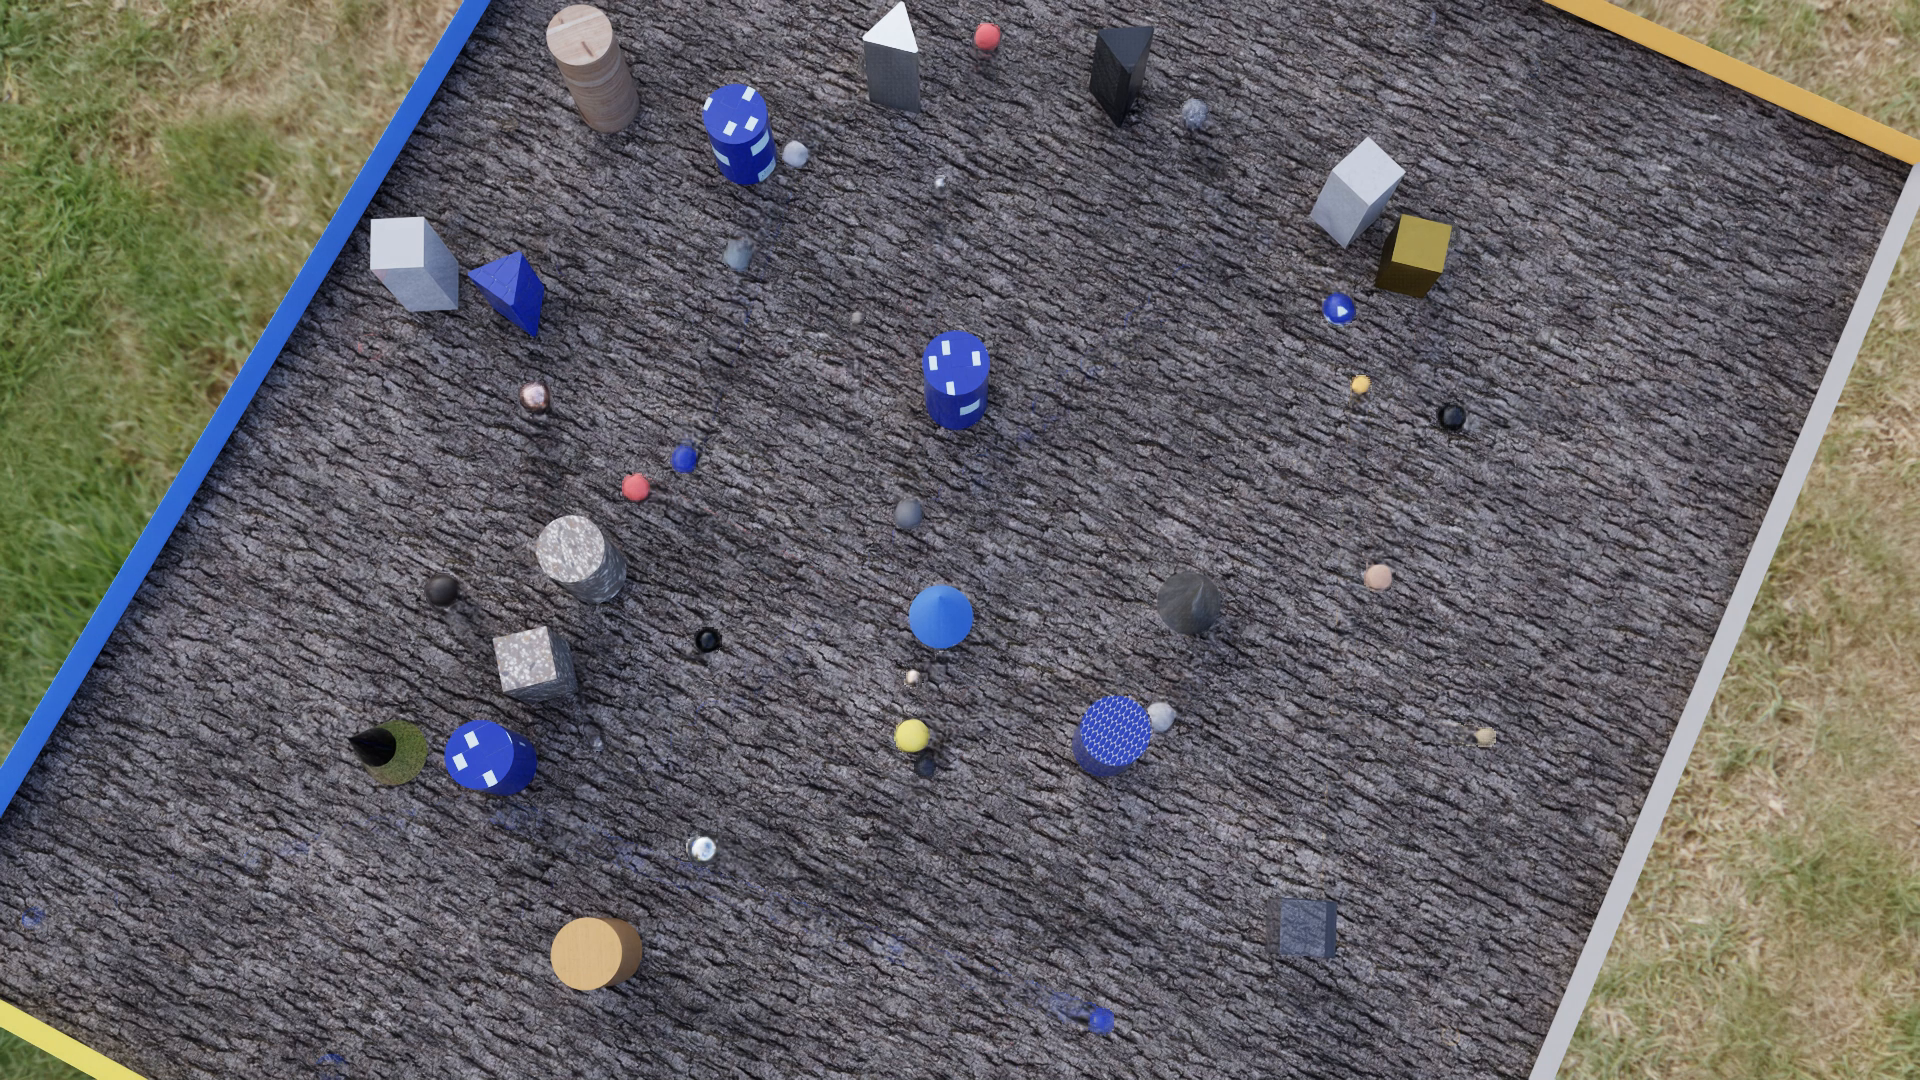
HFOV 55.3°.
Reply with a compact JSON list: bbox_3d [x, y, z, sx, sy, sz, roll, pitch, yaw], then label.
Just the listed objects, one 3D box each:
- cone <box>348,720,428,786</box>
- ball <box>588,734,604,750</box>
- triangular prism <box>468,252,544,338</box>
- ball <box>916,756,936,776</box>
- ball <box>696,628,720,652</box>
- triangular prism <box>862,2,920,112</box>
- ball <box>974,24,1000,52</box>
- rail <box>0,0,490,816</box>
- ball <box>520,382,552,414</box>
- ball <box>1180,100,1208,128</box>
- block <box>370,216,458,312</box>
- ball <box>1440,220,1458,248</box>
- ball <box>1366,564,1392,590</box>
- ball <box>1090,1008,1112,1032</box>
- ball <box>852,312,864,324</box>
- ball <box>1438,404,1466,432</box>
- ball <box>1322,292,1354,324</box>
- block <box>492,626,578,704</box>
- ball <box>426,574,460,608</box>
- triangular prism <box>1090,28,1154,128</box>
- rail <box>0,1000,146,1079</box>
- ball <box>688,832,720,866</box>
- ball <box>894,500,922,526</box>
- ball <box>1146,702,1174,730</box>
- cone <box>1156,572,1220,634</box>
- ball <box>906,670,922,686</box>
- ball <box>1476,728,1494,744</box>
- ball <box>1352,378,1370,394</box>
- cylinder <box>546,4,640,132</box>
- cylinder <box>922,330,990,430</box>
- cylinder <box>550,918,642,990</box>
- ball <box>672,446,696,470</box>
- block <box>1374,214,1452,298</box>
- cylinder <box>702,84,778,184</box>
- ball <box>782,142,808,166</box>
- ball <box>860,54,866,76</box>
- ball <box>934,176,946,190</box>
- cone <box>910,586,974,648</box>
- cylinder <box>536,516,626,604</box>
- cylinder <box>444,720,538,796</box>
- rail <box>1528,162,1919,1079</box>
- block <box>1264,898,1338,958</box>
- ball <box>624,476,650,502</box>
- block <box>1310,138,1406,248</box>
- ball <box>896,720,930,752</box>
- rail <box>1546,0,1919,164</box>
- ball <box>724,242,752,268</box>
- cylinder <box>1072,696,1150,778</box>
[{"bbox_3d":[-1.692,0.592,5.272,0.195,0.434,0.195,0,78,0],"label":"cone"},{"bbox_3d":[-1.084,0.603,5.468,0.046,0.046,0.046,0,78,0],"label":"ball"},{"bbox_3d":[-1.358,-0.774,5.620,0.169,0.306,0.147,35,80,7],"label":"triangular prism"},{"bbox_3d":[-0.101,0.673,5.447,0.059,0.059,0.059,0,78,0],"label":"ball"},{"bbox_3d":[-0.760,0.304,5.517,0.072,0.072,0.072,0,78,0],"label":"ball"},{"bbox_3d":[-0.192,-1.508,5.711,0.169,0.426,0.147,14,79,3],"label":"triangular prism"},{"bbox_3d":[0.089,-1.619,5.909,0.083,0.083,0.083,0,78,0],"label":"ball"},{"bbox_3d":[-1.946,-0.946,5.746,0.045,0.127,4.970,26,80,5],"label":"rail"},{"bbox_3d":[-1.311,-0.439,5.658,0.096,0.096,0.096,0,78,0],"label":"ball"},{"bbox_3d":[0.748,-1.360,5.855,0.085,0.085,0.085,0,78,0],"label":"ball"},{"bbox_3d":[-1.661,-0.838,5.595,0.156,0.382,0.156,-3,78,-1],"label":"block"},{"bbox_3d":[1.520,-0.958,5.768,0.092,0.092,0.092,0,78,0],"label":"ball"},{"bbox_3d":[1.270,0.112,5.553,0.079,0.079,0.079,0,78,0],"label":"ball"},{"bbox_3d":[0.407,1.388,5.296,0.065,0.065,0.065,0,78,0],"label":"ball"},{"bbox_3d":[-0.319,-0.696,5.739,0.042,0.042,0.042,0,78,0],"label":"ball"},{"bbox_3d":[1.516,-0.377,5.651,0.085,0.085,0.085,0,78,0],"label":"ball"},{"bbox_3d":[1.180,-0.722,5.716,0.098,0.098,0.098,0,78,0],"label":"ball"},{"bbox_3d":[-1.242,0.370,5.382,0.156,0.309,0.156,-14,79,-3],"label":"block"},{"bbox_3d":[-1.562,0.154,5.535,0.097,0.097,0.097,0,78,0],"label":"ball"},{"bbox_3d":[0.525,-1.472,5.724,0.147,0.386,0.169,-33,80,-6],"label":"triangular prism"},{"bbox_3d":[-1.101,2.162,5.103,4.398,0.127,0.045,26,80,5],"label":"rail"},{"bbox_3d":[-0.751,0.906,5.379,0.097,0.097,0.097,0,78,0],"label":"ball"},{"bbox_3d":[-0.158,-0.081,5.591,0.083,0.083,0.083,0,78,0],"label":"ball"},{"bbox_3d":[0.597,0.526,5.464,0.086,0.086,0.086,0,78,0],"label":"ball"},{"bbox_3d":[0.697,0.156,5.405,0.195,0.351,0.195,0,78,0],"label":"cone"},{"bbox_3d":[-0.139,0.414,5.506,0.048,0.048,0.048,0,78,0],"label":"ball"},{"bbox_3d":[1.567,0.586,5.470,0.050,0.050,0.050,0,78,0],"label":"ball"},{"bbox_3d":[1.244,-0.480,5.689,0.052,0.052,0.052,0,78,0],"label":"ball"},{"bbox_3d":[-1.130,-1.452,5.674,0.195,0.477,0.195,0,78,0],"label":"cylinder"},{"bbox_3d":[-0.012,-0.476,5.517,0.195,0.387,0.195,0,78,0],"label":"cylinder"},{"bbox_3d":[-1.027,1.171,5.203,0.195,0.336,0.195,0,78,0],"label":"cylinder"},{"bbox_3d":[-0.847,-0.252,5.629,0.078,0.078,0.078,0,78,0],"label":"ball"},{"bbox_3d":[1.402,-0.877,5.678,0.156,0.236,0.156,14,79,3],"label":"block"},{"bbox_3d":[-0.683,-1.261,5.716,0.195,0.316,0.195,0,78,0],"label":"cylinder"},{"bbox_3d":[-0.524,-1.228,5.830,0.079,0.079,0.079,0,78,0],"label":"ball"},{"bbox_3d":[-0.279,-1.527,5.886,0.091,0.091,0.091,0,78,0],"label":"ball"},{"bbox_3d":[-0.062,-1.134,5.830,0.042,0.042,0.042,0,78,0],"label":"ball"},{"bbox_3d":[-0.058,0.196,5.389,0.195,0.367,0.195,0,78,0],"label":"cone"},{"bbox_3d":[-1.115,0.061,5.422,0.195,0.357,0.195,0,78,0],"label":"cylinder"},{"bbox_3d":[-1.362,0.637,5.334,0.195,0.296,0.195,0,78,0],"label":"cylinder"},{"bbox_3d":[1.946,0.959,5.352,0.045,0.127,4.970,26,80,5],"label":"rail"},{"bbox_3d":[0.977,1.112,5.259,0.156,0.250,0.156,4,78,1],"label":"block"},{"bbox_3d":[-0.990,-0.158,5.608,0.081,0.081,0.081,0,78,0],"label":"ball"},{"bbox_3d":[1.222,-1.066,5.654,0.156,0.359,0.156,-43,81,-8],"label":"block"},{"bbox_3d":[-0.140,0.581,5.447,0.097,0.097,0.097,0,78,0],"label":"ball"},{"bbox_3d":[1.101,-2.149,5.995,4.398,0.127,0.045,26,80,5],"label":"rail"},{"bbox_3d":[-0.698,-0.896,5.758,0.086,0.086,0.086,0,78,0],"label":"ball"},{"bbox_3d":[0.433,0.570,5.289,0.195,0.410,0.195,0,78,0],"label":"cylinder"}]
